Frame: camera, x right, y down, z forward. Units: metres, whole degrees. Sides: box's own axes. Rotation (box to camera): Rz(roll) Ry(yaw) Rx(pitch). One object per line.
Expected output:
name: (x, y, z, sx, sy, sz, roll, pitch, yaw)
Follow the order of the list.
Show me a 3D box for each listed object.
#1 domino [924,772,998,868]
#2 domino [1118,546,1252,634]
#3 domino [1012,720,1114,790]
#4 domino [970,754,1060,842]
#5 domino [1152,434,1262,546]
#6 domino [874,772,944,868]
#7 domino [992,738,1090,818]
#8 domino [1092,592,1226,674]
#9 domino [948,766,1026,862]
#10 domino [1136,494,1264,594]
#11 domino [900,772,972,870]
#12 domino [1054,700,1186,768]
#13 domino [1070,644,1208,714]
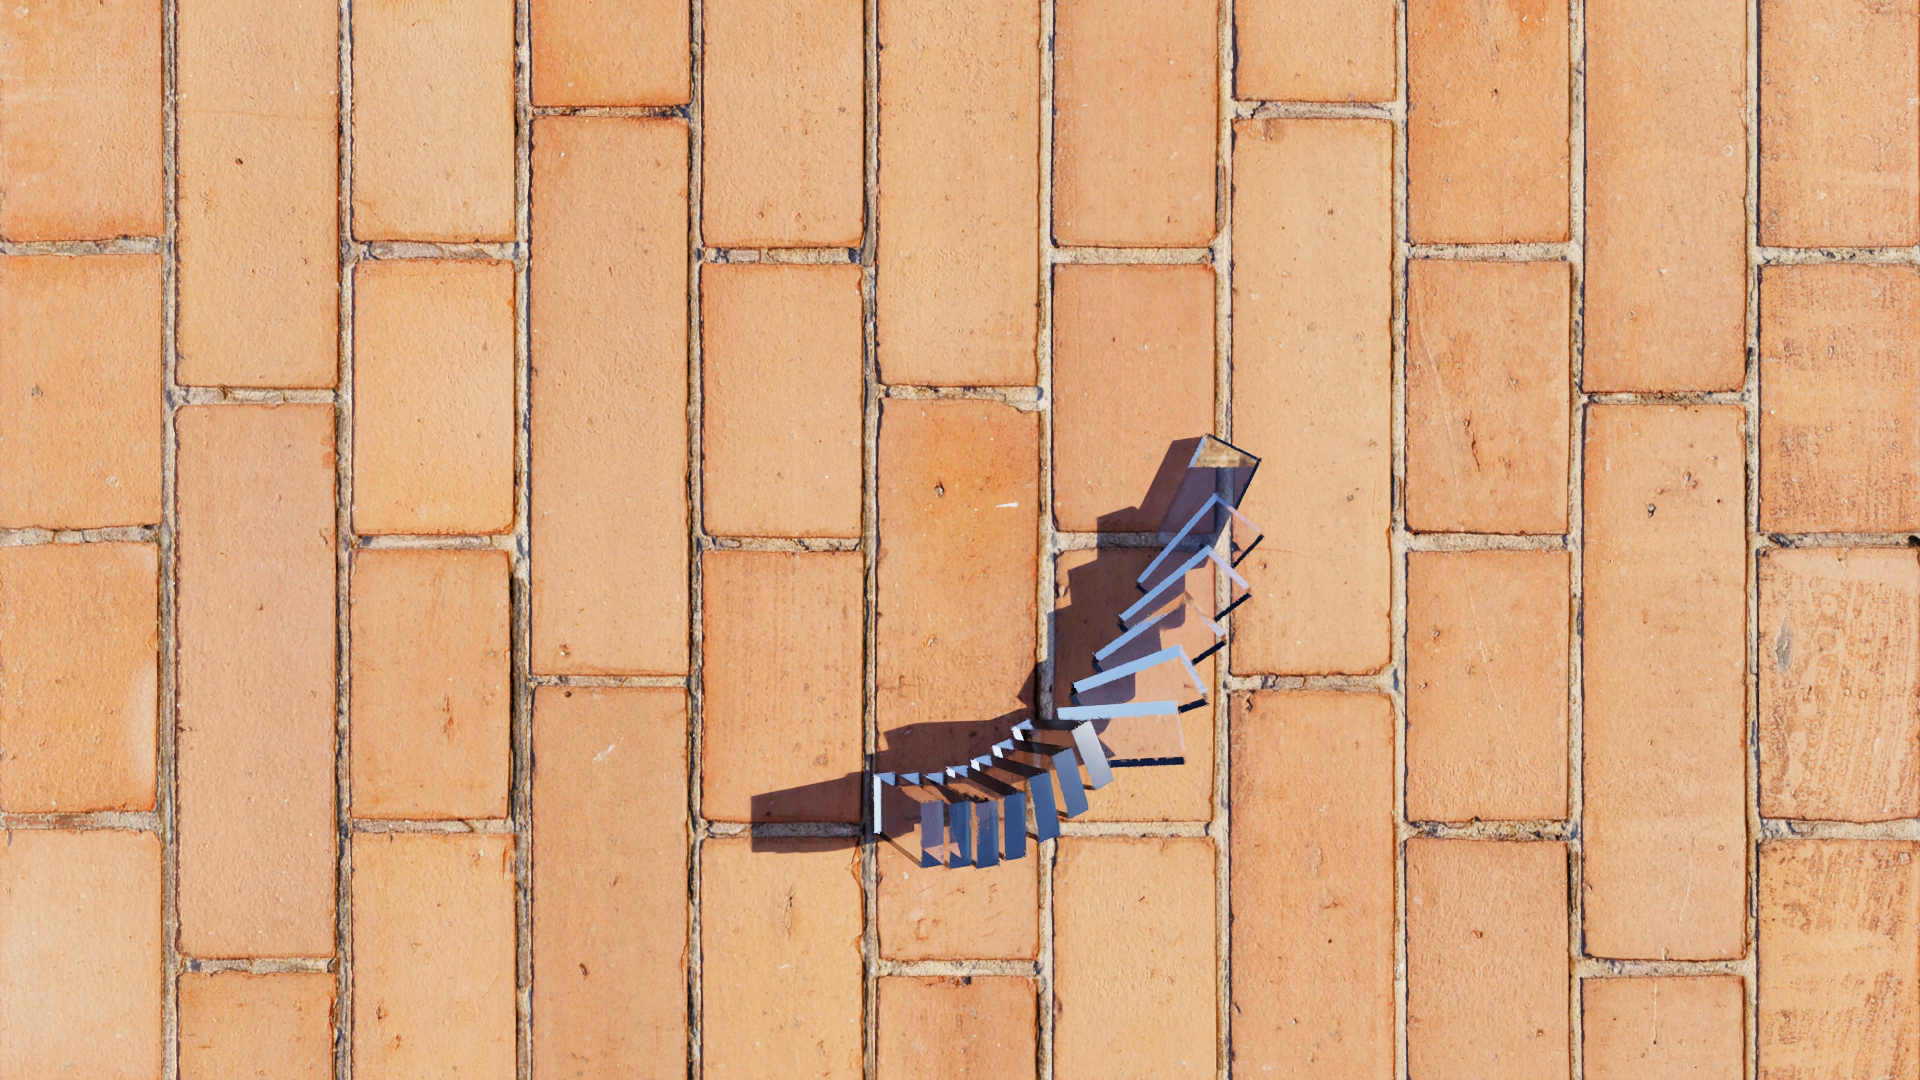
domino: (0.000, 0.114, 0.376, 0.010, 0.050, 0.025, -1, 90, -26)
domino: (0.093, 0.028, 0.383, 0.025, 0.009, 0.050, 43, 116, -7)
domino: (0.041, 0.087, 0.376, 0.009, 0.050, 0.025, -22, 90, -26)
domino: (0.022, 0.105, 0.376, 0.009, 0.050, 0.025, -10, 90, -26)
domino: (0.106, -0.017, 0.395, 0.025, 0.010, 0.050, 26, 90, 0)
domino: (-0.022, 0.114, 0.376, 0.010, 0.050, 0.025, -1, 90, -26)
domino: (0.032, 0.097, 0.376, 0.009, 0.050, 0.025, -16, 90, -26)
domino: (0.083, 0.046, 0.383, 0.050, 0.010, 0.025, -40, 100, 26)
domino: (0.010, 0.111, 0.376, 0.009, 0.050, 0.025, -1, 90, -26)
domino: (0.100, 0.008, 0.386, 0.025, 0.009, 0.050, 37, 111, -4)
domino: (-0.011, 0.114, 0.376, 0.010, 0.050, 0.025, -1, 90, -26)
domino: (0.067, 0.082, 0.382, 0.050, 0.010, 0.025, -7, 113, 18)
domino: (0.074, 0.064, 0.382, 0.050, 0.010, 0.025, -25, 106, 24)
